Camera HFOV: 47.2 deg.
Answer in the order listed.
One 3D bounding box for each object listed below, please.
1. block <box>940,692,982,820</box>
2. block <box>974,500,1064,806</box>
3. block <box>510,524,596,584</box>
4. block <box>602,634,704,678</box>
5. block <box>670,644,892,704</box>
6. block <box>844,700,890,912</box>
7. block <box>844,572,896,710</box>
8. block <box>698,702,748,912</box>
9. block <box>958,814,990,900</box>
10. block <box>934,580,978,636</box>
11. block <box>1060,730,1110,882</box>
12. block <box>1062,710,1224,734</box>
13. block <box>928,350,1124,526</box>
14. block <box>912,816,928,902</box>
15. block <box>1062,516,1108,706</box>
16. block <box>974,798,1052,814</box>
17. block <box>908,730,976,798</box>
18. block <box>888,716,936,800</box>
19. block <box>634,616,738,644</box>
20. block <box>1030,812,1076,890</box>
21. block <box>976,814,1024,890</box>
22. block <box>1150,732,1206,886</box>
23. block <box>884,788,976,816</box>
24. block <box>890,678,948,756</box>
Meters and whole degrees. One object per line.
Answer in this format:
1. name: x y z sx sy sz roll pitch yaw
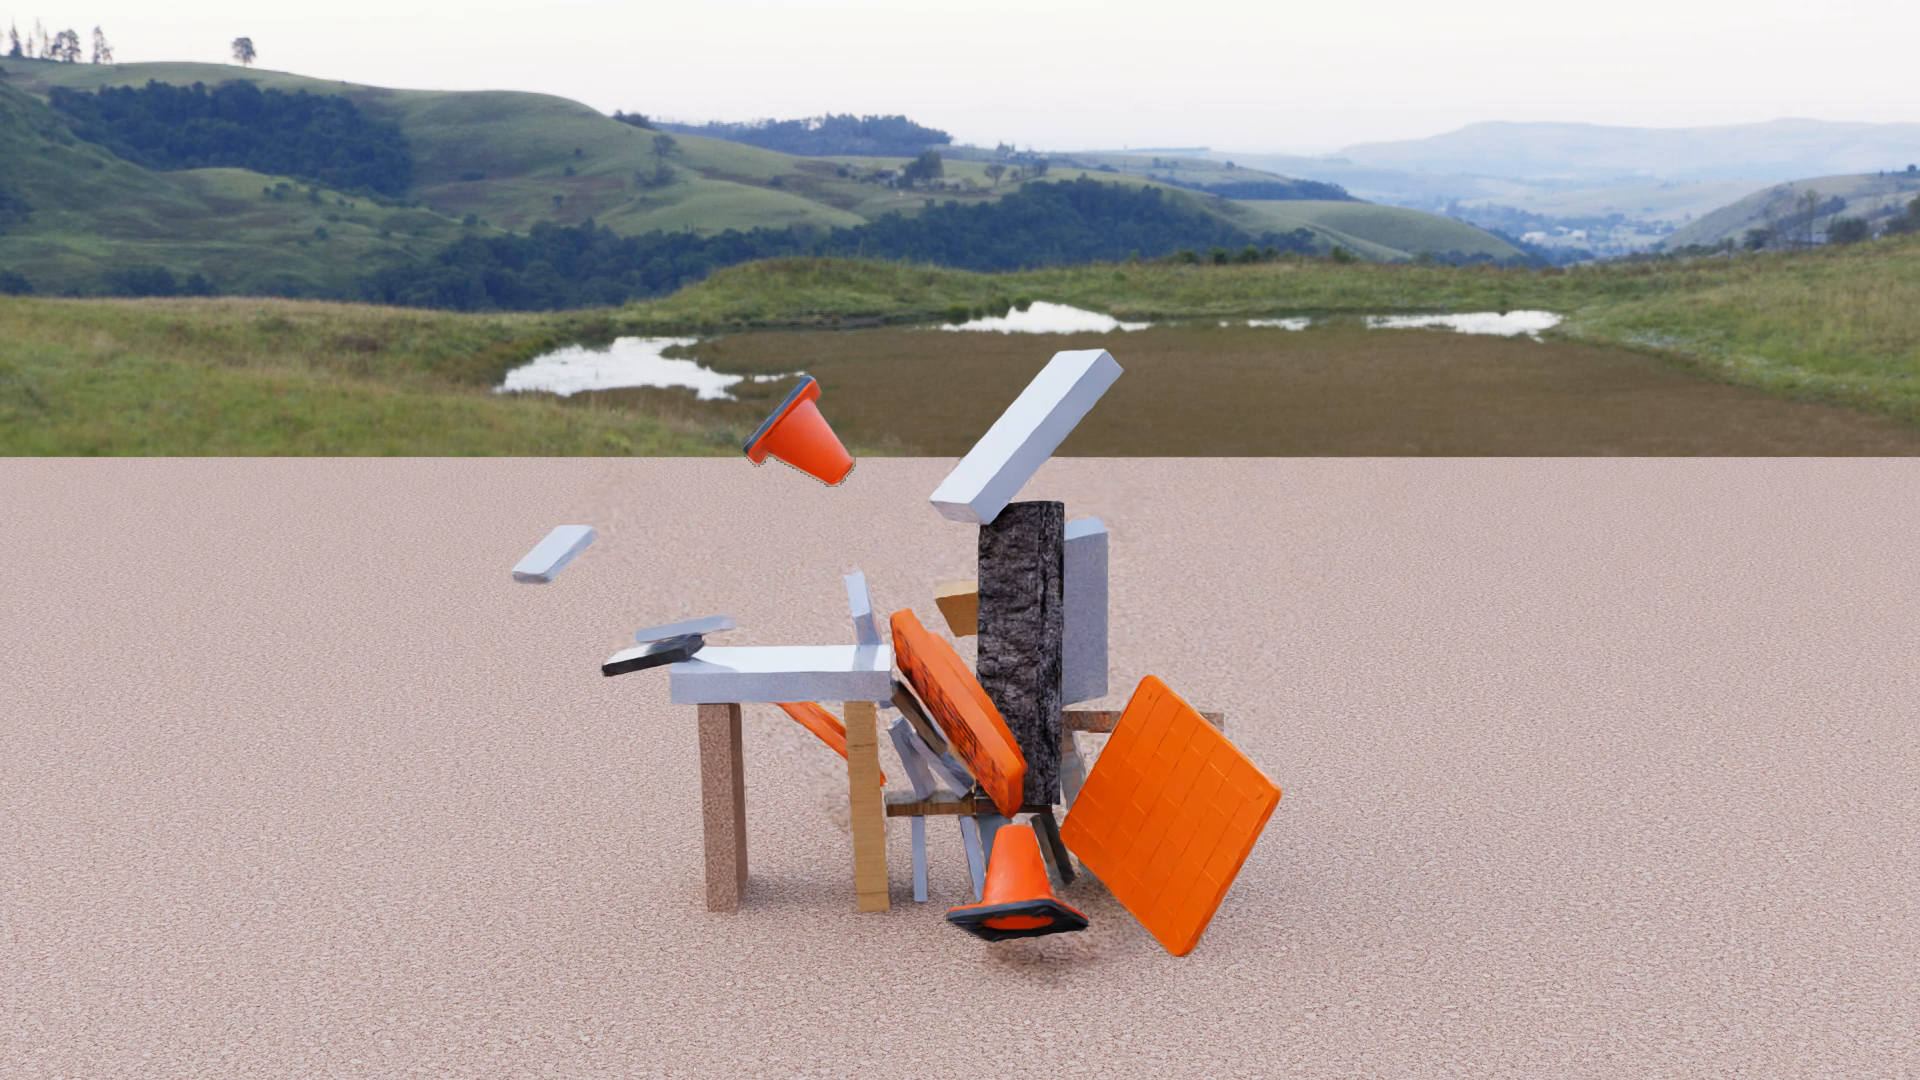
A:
1. block: 0.034 0.391 4.007 0.110 0.220 0.031 -25 -25 30
2. block: 0.099 0.186 3.683 0.051 0.497 0.180 2 -2 -33
3. block: -0.713 0.024 3.861 0.076 0.022 0.152 3 34 29
4. block: -0.505 0.190 3.617 0.152 0.022 0.076 -13 11 18
5. block: -0.289 0.219 3.596 0.352 0.050 0.176 -1 11 -2
6. block: -0.157 0.416 3.637 0.050 0.352 0.176 -4 11 -3
7. block: -0.151 0.173 3.769 0.031 0.220 0.110 -15 40 0
8. block: -0.391 0.416 3.637 0.050 0.352 0.176 -1 11 0
9. block: 0.021 0.518 3.654 0.021 0.146 0.073 -12 11 -3
10. block: 0.073 0.121 4.171 0.221 0.110 0.031 -9 42 22
11. block: 0.202 0.446 3.689 0.035 0.249 0.125 -13 -9 6
12. block: 0.308 0.307 3.708 0.249 0.035 0.125 -4 -7 41
13. block: 0.111 -0.178 3.760 0.359 0.051 0.180 -49 20 -13
14. block: -0.067 0.518 3.653 0.021 0.146 0.073 -2 11 0
15. block: 0.169 0.139 3.906 0.180 0.359 0.051 -13 35 -15
16. block: 0.087 0.443 3.660 0.129 0.018 0.064 1 -2 -5
17. block: -0.031 0.367 3.652 0.018 0.131 0.065 -42 0 14
18. block: -0.079 0.361 3.642 0.018 0.131 0.065 -23 6 13
19. block: -0.453 0.148 3.635 0.152 0.022 0.076 -10 -5 12
20. block: 0.157 0.518 3.696 0.018 0.129 0.064 -20 -2 20
21. block: 0.067 0.518 3.681 0.018 0.129 0.064 -17 11 -42
22. block: 0.366 0.449 3.680 0.035 0.249 0.125 -3 -7 35
23. block: -0.050 0.435 3.643 0.146 0.021 0.073 -2 11 -4
24. block: -0.067 0.293 3.633 0.018 0.131 0.065 -38 13 10
